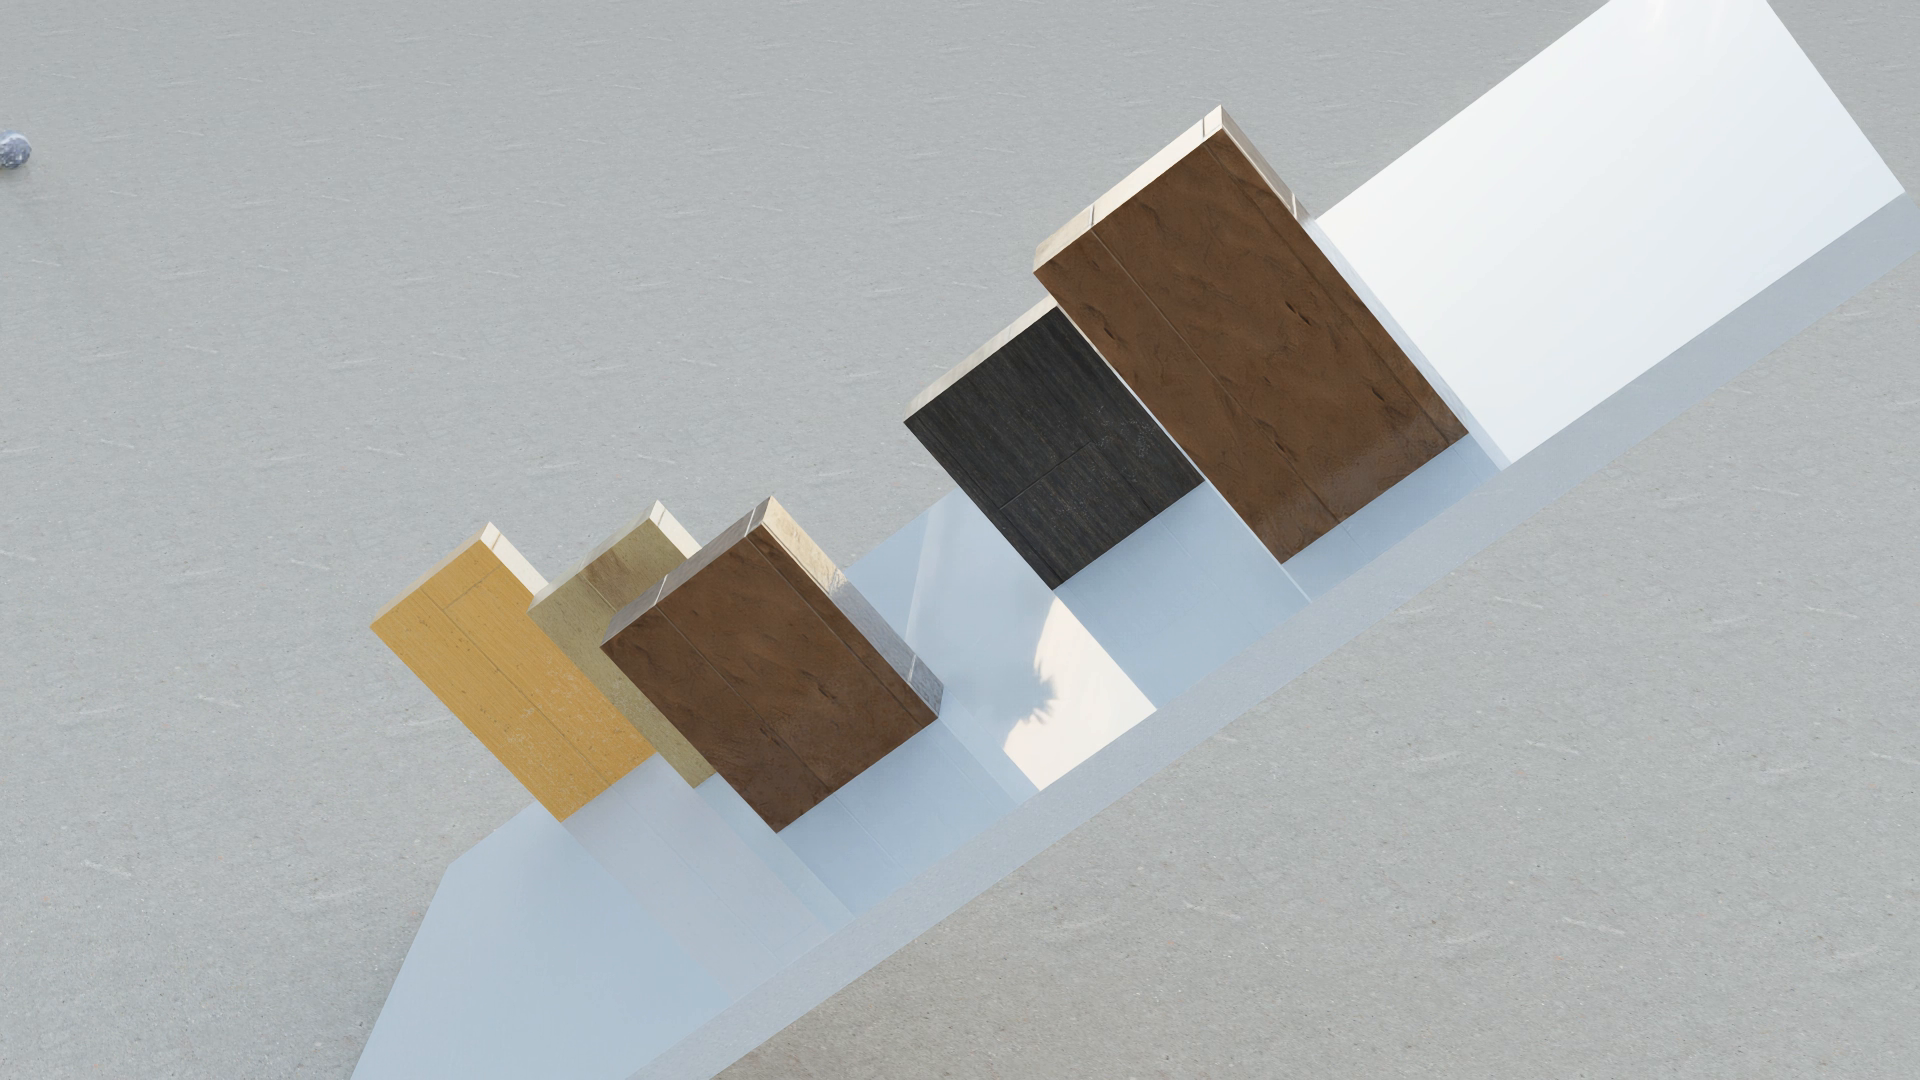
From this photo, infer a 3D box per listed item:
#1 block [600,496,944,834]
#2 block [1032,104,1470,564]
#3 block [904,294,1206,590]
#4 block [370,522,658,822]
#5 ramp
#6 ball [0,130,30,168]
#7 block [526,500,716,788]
[{"bbox_3d":[-0.388,0.264,6.129,0.449,0.554,0.149,-36,16,18],"label":"block"},{"bbox_3d":[0.527,-0.364,5.317,0.423,0.722,0.148,-36,16,18],"label":"block"},{"bbox_3d":[0.198,-0.205,6.114,0.409,0.487,0.110,-36,16,18],"label":"block"},{"bbox_3d":[-1.082,0.335,7.326,0.385,0.697,0.105,-36,16,18],"label":"block"},{"bbox_3d":[0.118,0.187,6.346,4.000,0.100,2.000,-36,16,18],"label":"ramp"},{"bbox_3d":[-4.500,-1.855,13.953,0.176,0.176,0.176,0,24,0],"label":"ball"},{"bbox_3d":[-0.655,0.245,6.777,0.386,0.575,0.103,-36,16,18],"label":"block"}]
